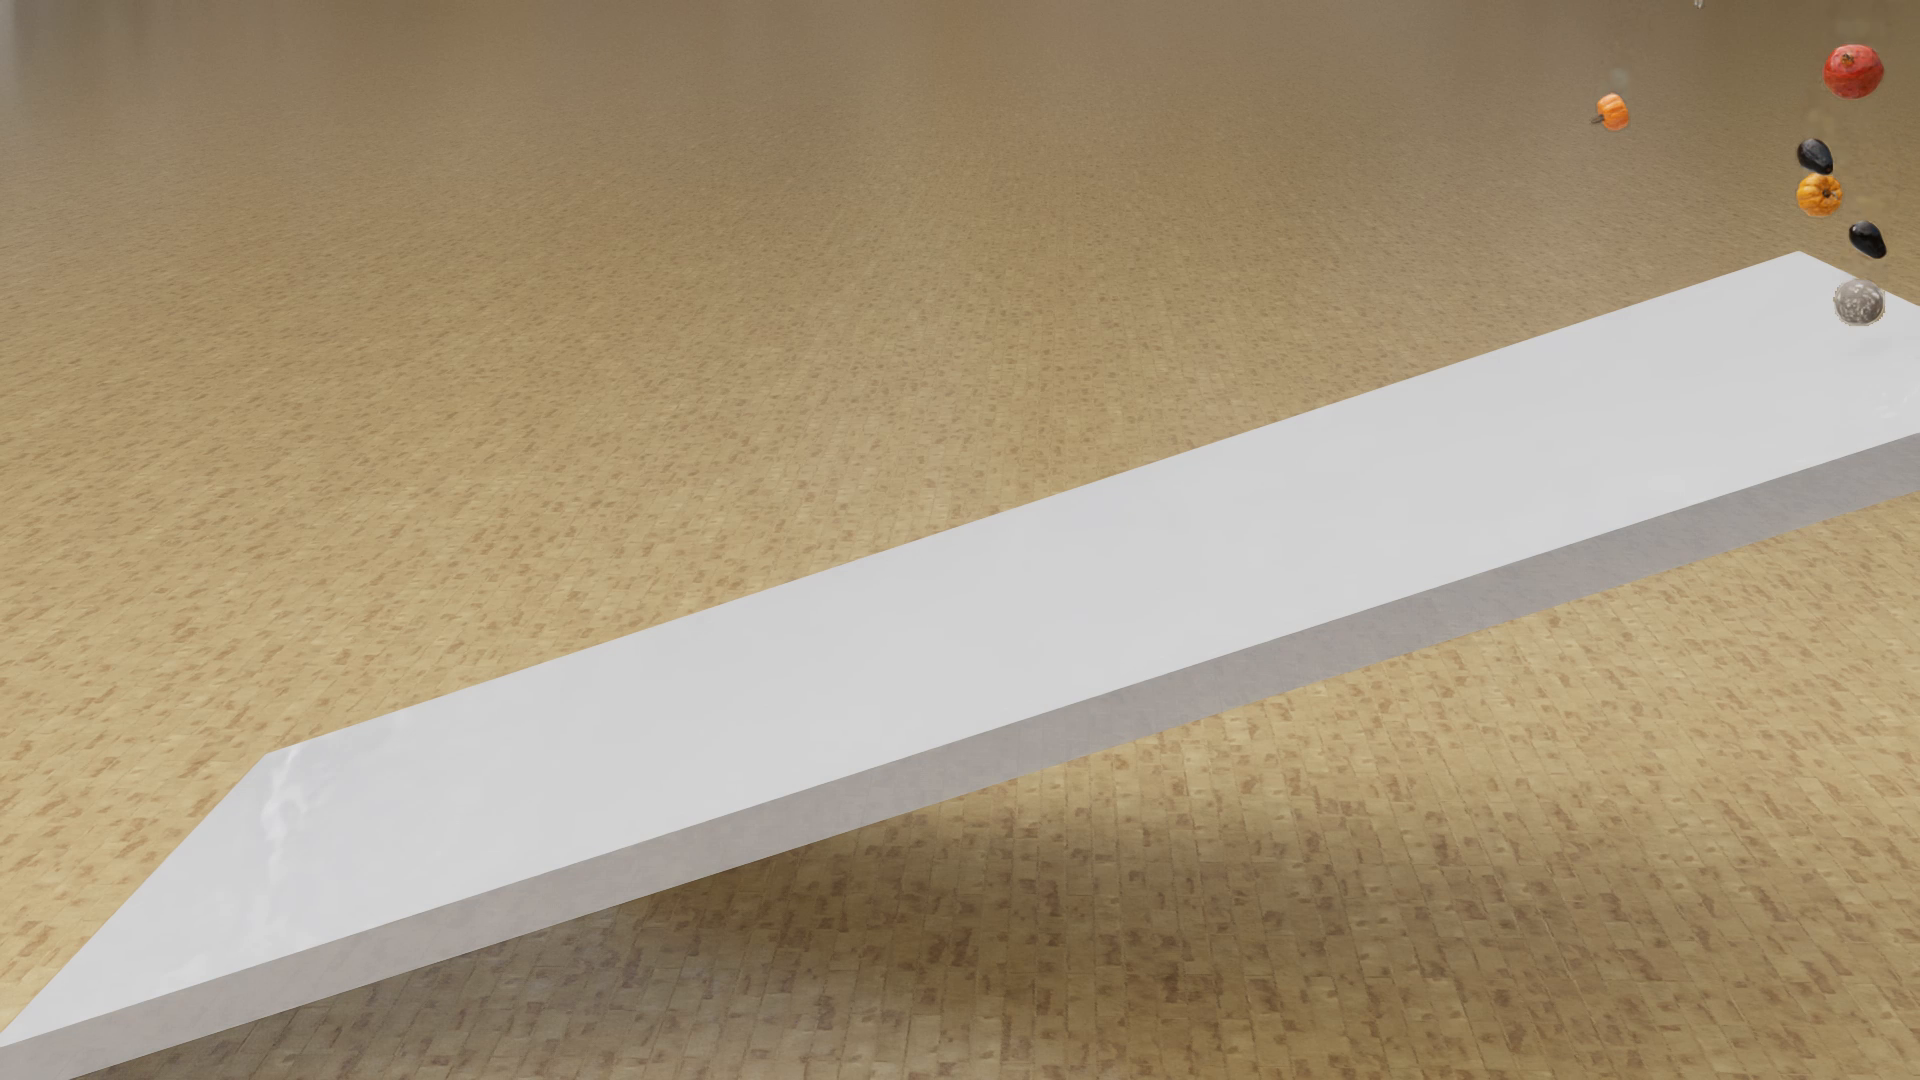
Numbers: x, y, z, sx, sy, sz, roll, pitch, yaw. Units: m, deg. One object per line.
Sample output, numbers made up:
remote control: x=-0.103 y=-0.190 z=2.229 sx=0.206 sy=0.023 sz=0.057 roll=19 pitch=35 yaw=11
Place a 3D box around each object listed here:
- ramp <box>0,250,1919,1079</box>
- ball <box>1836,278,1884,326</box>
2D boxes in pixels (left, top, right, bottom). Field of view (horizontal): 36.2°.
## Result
ramp: x=0.107 y=0.180 z=6.304 sx=4.000 sy=0.100 sz=2.000 roll=-18 pitch=11 yaw=6
ball: x=1.785 y=-0.473 z=5.836 sx=0.092 sy=0.092 sz=0.092 roll=0 pitch=12 yaw=0
